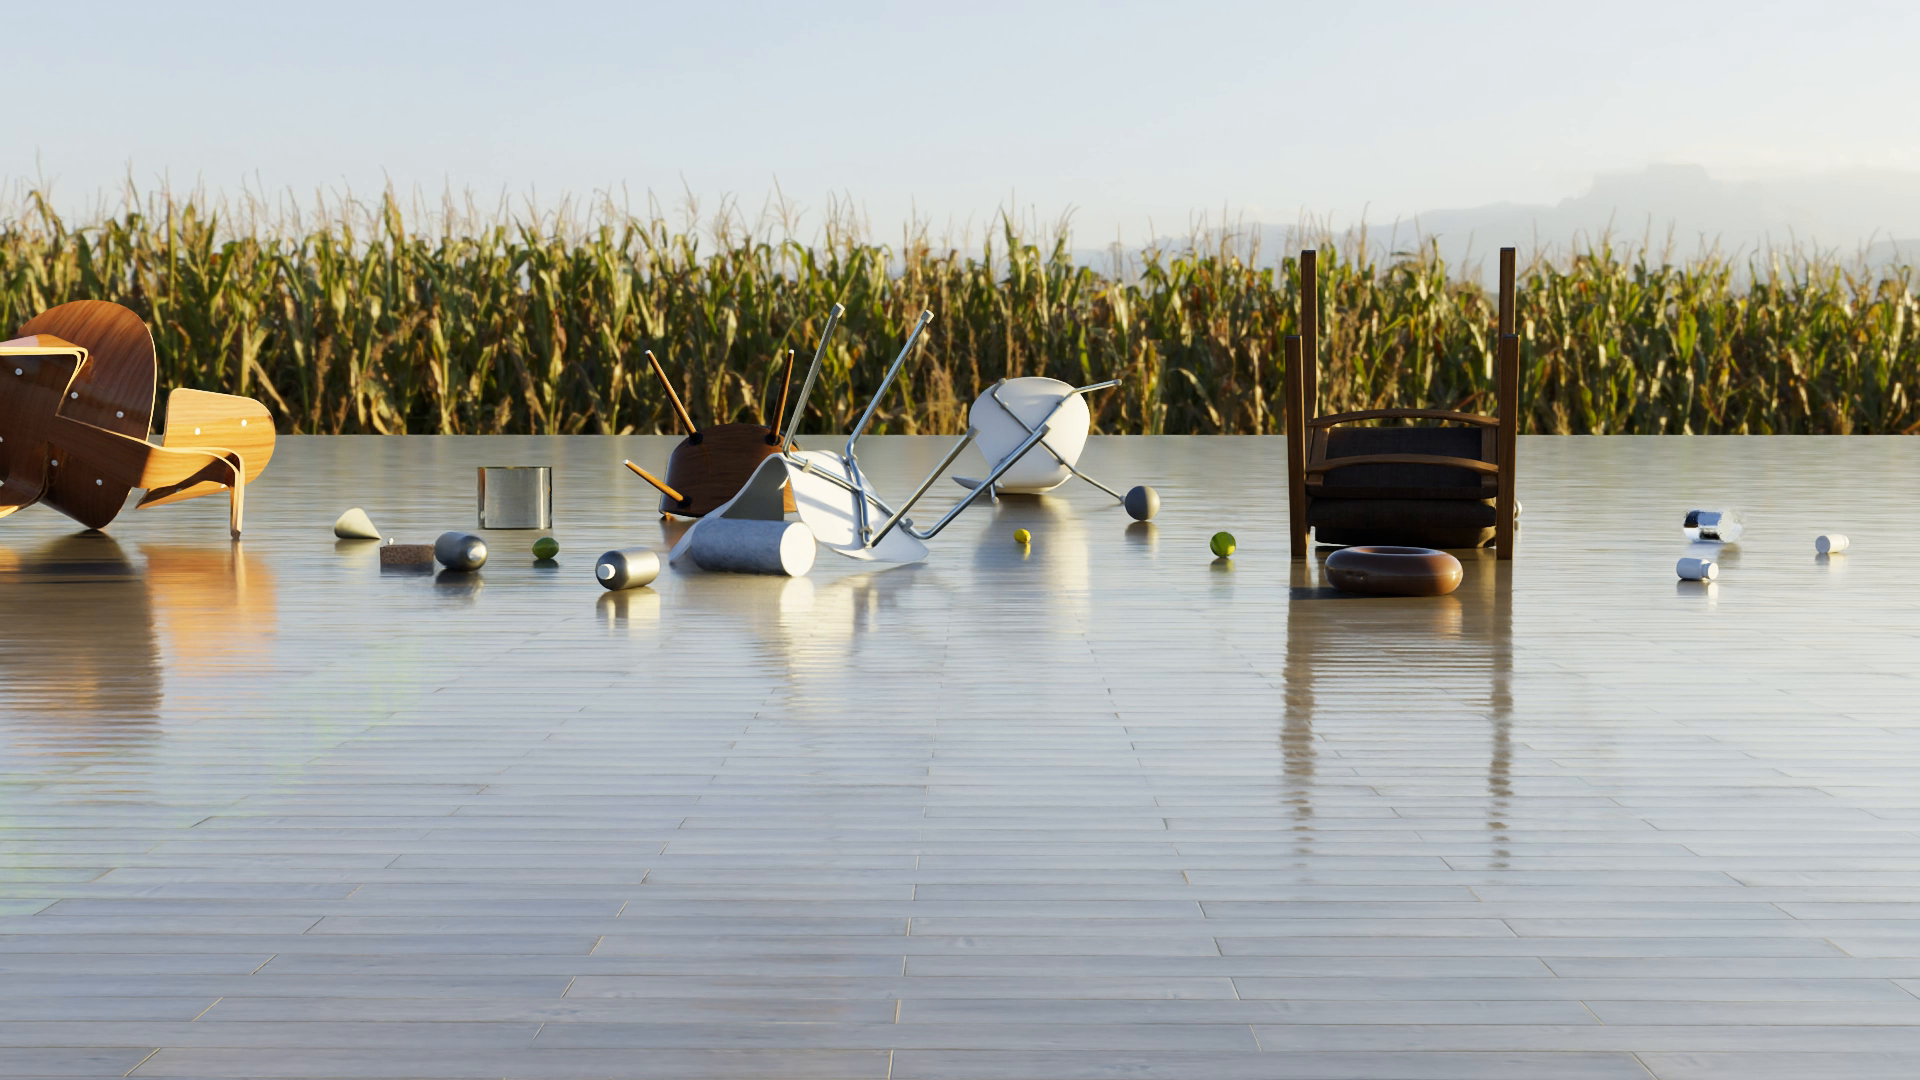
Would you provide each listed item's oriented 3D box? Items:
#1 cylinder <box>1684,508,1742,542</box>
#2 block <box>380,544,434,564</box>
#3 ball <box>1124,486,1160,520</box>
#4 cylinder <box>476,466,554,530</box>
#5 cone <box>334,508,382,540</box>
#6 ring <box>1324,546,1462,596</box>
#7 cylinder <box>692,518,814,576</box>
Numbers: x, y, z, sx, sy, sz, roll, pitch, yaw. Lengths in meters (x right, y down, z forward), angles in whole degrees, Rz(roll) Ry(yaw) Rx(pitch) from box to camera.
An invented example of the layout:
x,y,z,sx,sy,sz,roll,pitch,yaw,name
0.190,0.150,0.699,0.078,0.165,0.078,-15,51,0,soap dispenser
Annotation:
x,y,z,sx,sy,sz,roll,pitch,yaw,name
2.215,-0.043,6.466,0.099,0.097,0.193,3,6,40,cylinder
-1.436,0.036,5.707,0.109,0.043,0.092,0,4,5,block
0.621,-0.126,7.498,0.120,0.120,0.120,0,4,0,ball
-1.435,-0.136,7.091,0.240,0.196,0.221,-1,4,-16,cylinder
-1.782,-0.026,6.597,0.115,0.098,0.171,24,9,11,cone
0.958,0.069,4.871,0.269,0.093,0.320,-4,7,-41,ring
-0.504,0.018,5.344,0.282,0.128,0.132,3,-26,35,cylinder
